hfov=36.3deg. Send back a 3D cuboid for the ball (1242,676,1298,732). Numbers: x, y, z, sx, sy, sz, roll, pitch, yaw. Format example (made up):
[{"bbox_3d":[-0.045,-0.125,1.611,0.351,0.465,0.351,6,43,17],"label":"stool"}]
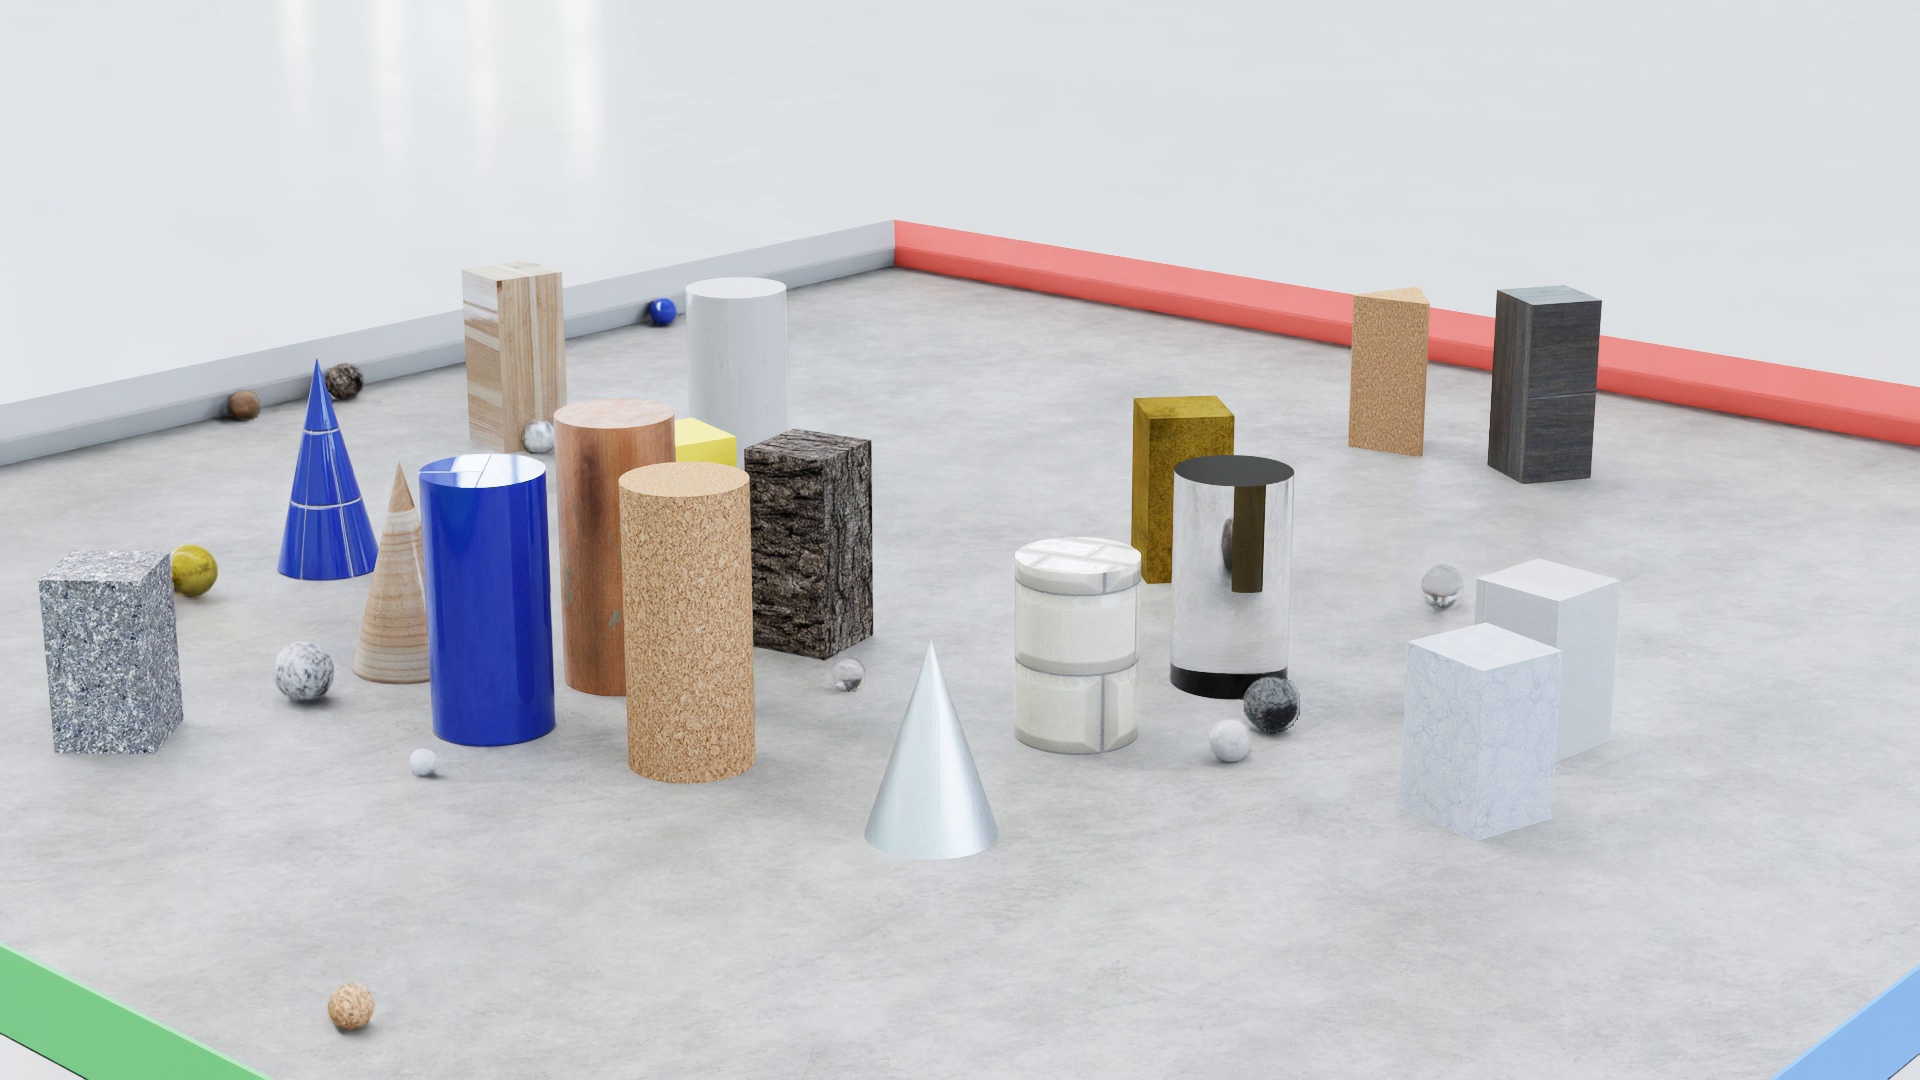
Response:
[{"bbox_3d":[0.473,0.249,4.467,0.084,0.084,0.084,0,17,0],"label":"ball"}]

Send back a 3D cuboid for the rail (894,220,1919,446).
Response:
[{"bbox_3d":[1.328,-0.412,6.585,4.028,0.122,0.045,14,22,39],"label":"rail"}]

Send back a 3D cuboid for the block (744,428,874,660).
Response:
[{"bbox_3d":[-0.248,0.005,4.836,0.151,0.338,0.151,9,19,29],"label":"block"}]

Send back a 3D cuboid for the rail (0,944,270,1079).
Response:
[{"bbox_3d":[-1.328,0.473,3.657,4.028,0.122,0.045,14,22,39],"label":"rail"}]

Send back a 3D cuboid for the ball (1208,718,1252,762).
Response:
[{"bbox_3d":[0.399,0.297,4.344,0.064,0.064,0.064,0,17,0],"label":"ball"}]

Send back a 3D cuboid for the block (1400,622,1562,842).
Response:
[{"bbox_3d":[0.731,0.267,4.121,0.151,0.250,0.151,-11,20,-33],"label":"block"}]

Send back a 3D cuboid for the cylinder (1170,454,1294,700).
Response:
[{"bbox_3d":[0.430,0.057,4.647,0.188,0.348,0.188,0,17,0],"label":"cylinder"}]

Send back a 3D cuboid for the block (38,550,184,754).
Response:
[{"bbox_3d":[-1.275,0.168,4.413,0.151,0.271,0.151,1,17,2],"label":"block"}]

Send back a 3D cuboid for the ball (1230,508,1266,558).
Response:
[{"bbox_3d":[0.508,-0.013,5.322,0.092,0.092,0.092,0,17,0],"label":"ball"}]

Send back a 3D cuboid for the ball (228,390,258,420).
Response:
[{"bbox_3d":[-1.536,-0.288,6.282,0.063,0.063,0.063,0,17,0],"label":"ball"}]

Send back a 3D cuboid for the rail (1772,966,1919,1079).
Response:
[{"bbox_3d":[1.503,0.408,3.872,0.045,0.122,4.099,14,22,39],"label":"rail"}]

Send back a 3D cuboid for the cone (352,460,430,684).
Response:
[{"bbox_3d":[-0.893,0.038,4.715,0.188,0.345,0.188,0,17,0],"label":"cone"}]

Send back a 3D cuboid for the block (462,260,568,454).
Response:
[{"bbox_3d":[-0.921,-0.380,6.071,0.151,0.361,0.151,-12,21,-35],"label":"block"}]

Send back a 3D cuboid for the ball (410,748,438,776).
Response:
[{"bbox_3d":[-0.784,0.325,4.290,0.041,0.041,0.041,0,17,0],"label":"ball"}]

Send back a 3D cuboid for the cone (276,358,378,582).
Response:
[{"bbox_3d":[-1.135,-0.139,5.228,0.188,0.386,0.188,0,17,0],"label":"cone"}]

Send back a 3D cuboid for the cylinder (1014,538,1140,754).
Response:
[{"bbox_3d":[0.177,0.158,4.425,0.188,0.283,0.188,0,17,0],"label":"cylinder"}]

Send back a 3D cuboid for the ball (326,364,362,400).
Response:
[{"bbox_3d":[-1.356,-0.349,6.454,0.080,0.080,0.080,0,17,0],"label":"ball"}]

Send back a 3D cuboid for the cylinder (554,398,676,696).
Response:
[{"bbox_3d":[-0.541,0.011,4.648,0.188,0.436,0.188,0,17,0],"label":"cylinder"}]

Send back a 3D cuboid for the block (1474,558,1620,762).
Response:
[{"bbox_3d":[0.876,0.180,4.401,0.151,0.254,0.151,-15,22,-40],"label":"block"}]

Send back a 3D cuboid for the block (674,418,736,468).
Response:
[{"bbox_3d":[-0.475,-0.018,4.922,0.151,0.332,0.151,-11,20,-32],"label":"block"}]

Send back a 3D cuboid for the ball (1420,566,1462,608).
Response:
[{"bbox_3d":[0.829,0.081,5.049,0.070,0.070,0.070,0,17,0],"label":"ball"}]

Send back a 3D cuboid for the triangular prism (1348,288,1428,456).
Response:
[{"bbox_3d":[0.910,-0.353,6.054,0.163,0.319,0.141,10,19,29],"label":"triangular prism"}]

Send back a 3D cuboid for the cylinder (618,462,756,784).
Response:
[{"bbox_3d":[-0.398,0.120,4.292,0.188,0.434,0.188,0,17,0],"label":"cylinder"}]

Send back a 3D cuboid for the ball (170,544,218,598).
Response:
[{"bbox_3d":[-1.338,0.054,5.100,0.092,0.092,0.092,0,17,0],"label":"ball"}]

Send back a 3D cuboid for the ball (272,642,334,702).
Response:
[{"bbox_3d":[-1.028,0.206,4.593,0.094,0.094,0.094,0,17,0],"label":"ball"}]

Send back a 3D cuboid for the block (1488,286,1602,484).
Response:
[{"bbox_3d":[1.163,-0.311,5.839,0.151,0.362,0.151,-5,18,-17],"label":"block"}]

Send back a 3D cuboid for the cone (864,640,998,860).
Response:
[{"bbox_3d":[-0.040,0.272,4.045,0.188,0.285,0.188,0,17,0],"label":"cone"}]

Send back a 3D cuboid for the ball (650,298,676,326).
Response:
[{"bbox_3d":[-0.726,-0.558,7.169,0.066,0.066,0.066,0,17,0],"label":"ball"}]

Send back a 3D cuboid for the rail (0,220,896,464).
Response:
[{"bbox_3d":[-1.503,-0.347,6.370,0.045,0.122,4.099,14,22,39],"label":"rail"}]

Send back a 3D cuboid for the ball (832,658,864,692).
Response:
[{"bbox_3d":[-0.177,0.214,4.642,0.051,0.051,0.051,0,17,0],"label":"ball"}]

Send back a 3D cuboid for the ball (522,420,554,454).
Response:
[{"bbox_3d":[-0.865,-0.213,6.022,0.069,0.069,0.069,0,17,0],"label":"ball"}]

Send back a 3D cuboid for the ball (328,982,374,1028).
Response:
[{"bbox_3d":[-0.727,0.556,3.502,0.055,0.055,0.055,0,17,0],"label":"ball"}]

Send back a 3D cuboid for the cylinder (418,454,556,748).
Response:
[{"bbox_3d":[-0.713,0.090,4.435,0.188,0.406,0.188,0,17,0],"label":"cylinder"}]

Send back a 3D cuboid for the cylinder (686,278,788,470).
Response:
[{"bbox_3d":[-0.419,-0.261,5.541,0.188,0.440,0.188,0,17,0],"label":"cylinder"}]

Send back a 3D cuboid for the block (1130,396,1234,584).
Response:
[{"bbox_3d":[0.394,-0.091,5.217,0.151,0.301,0.151,-2,17,-7],"label":"block"}]
